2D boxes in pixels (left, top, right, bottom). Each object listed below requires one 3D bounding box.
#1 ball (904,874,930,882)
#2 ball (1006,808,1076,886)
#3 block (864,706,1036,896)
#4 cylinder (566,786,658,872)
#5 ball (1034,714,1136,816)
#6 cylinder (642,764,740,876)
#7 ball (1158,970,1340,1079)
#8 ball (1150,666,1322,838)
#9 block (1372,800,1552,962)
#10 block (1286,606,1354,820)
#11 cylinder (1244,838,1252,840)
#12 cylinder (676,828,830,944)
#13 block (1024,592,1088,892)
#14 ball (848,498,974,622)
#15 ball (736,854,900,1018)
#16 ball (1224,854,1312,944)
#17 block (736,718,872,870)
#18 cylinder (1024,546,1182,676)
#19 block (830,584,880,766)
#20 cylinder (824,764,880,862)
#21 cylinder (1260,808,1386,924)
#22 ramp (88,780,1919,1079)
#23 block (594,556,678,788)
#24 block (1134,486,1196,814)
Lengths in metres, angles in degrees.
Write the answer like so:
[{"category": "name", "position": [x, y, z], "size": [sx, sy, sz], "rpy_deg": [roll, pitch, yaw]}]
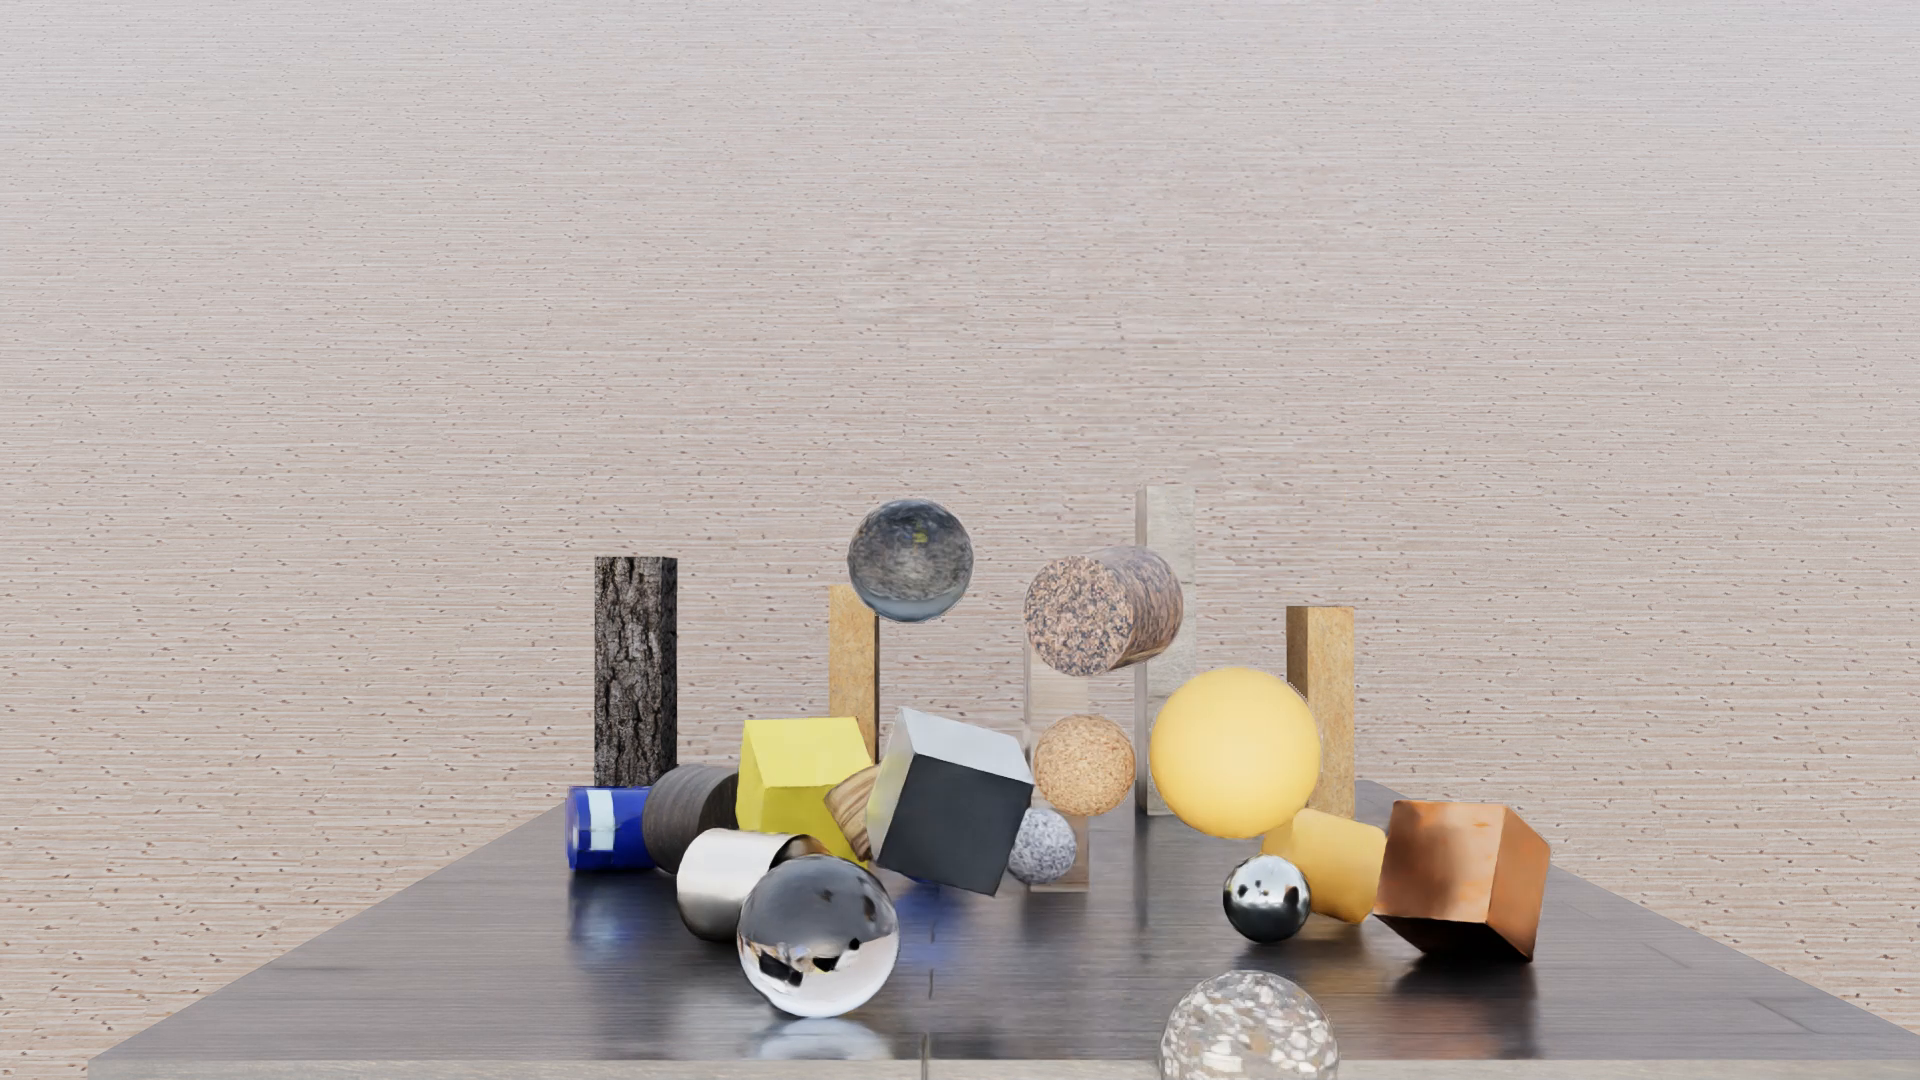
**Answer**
[{"category": "ball", "position": [-0.056, 0.513, 4.413], "size": [0.140, 0.140, 0.140], "rpy_deg": [0, 33, 0]}, {"category": "ball", "position": [0.127, 0.498, 4.213], "size": [0.125, 0.125, 0.125], "rpy_deg": [0, 33, 0]}, {"category": "block", "position": [-0.017, 0.357, 3.548], "size": [0.171, 0.171, 0.171], "rpy_deg": [16, 15, -12]}, {"category": "cylinder", "position": [-0.615, 0.512, 4.603], "size": [0.146, 0.146, 0.146], "rpy_deg": [1, 32, -17]}, {"category": "ball", "position": [0.146, 0.262, 3.030], "size": [0.120, 0.120, 0.120], "rpy_deg": [0, 33, 0]}, {"category": "cylinder", "position": [-0.410, 0.485, 4.417], "size": [0.196, 0.196, 0.196], "rpy_deg": [-25, 13, -33]}, {"category": "ball", "position": [0.296, 0.534, 2.663], "size": [0.184, 0.184, 0.184], "rpy_deg": [0, 33, 0]}, {"category": "ball", "position": [0.318, 0.245, 2.998], "size": [0.199, 0.199, 0.199], "rpy_deg": [0, 33, 0]}, {"category": "block", "position": [0.678, 0.459, 3.495], "size": [0.162, 0.162, 0.162], "rpy_deg": [-1, 64, 36]}, {"category": "block", "position": [0.789, 0.376, 5.693], "size": [0.098, 0.461, 0.360], "rpy_deg": [0, -1, 0]}, {"category": "cylinder", "position": [0.436, 0.379, 3.942], "size": [0.110, 0.110, 0.110], "rpy_deg": [-30, 69, -38]}, {"category": "cylinder", "position": [-0.284, 0.489, 3.634], "size": [0.160, 0.160, 0.160], "rpy_deg": [-1, 27, 36]}, {"category": "block", "position": [0.164, 0.338, 4.493], "size": [0.095, 0.493, 0.430], "rpy_deg": [0, -1, 0]}, {"category": "ball", "position": [-0.053, 0.022, 2.799], "size": [0.136, 0.136, 0.136], "rpy_deg": [0, 33, 0]}, {"category": "ball", "position": [-0.166, 0.462, 3.029], "size": [0.190, 0.190, 0.190], "rpy_deg": [0, 33, 0]}, {"category": "ball", "position": [0.434, 0.507, 3.663], "size": [0.124, 0.124, 0.124], "rpy_deg": [0, 33, 0]}, {"category": "block", "position": [-0.243, 0.407, 4.082], "size": [0.179, 0.179, 0.179], "rpy_deg": [-1, 31, -16]}, {"category": "cylinder", "position": [0.184, 0.089, 3.306], "size": [0.153, 0.153, 0.153], "rpy_deg": [18, 12, 25]}, {"category": "block", "position": [-0.231, 0.353, 5.716], "size": [0.097, 0.508, 0.359], "rpy_deg": [0, -1, 0]}, {"category": "cylinder", "position": [-0.134, 0.410, 3.901], "size": [0.106, 0.106, 0.106], "rpy_deg": [-23, 71, -31]}, {"category": "cylinder", "position": [0.537, 0.481, 3.857], "size": [0.148, 0.148, 0.148], "rpy_deg": [16, 32, -7]}, {"category": "ramp", "position": [0.073, 0.639, 4.752], "size": [2.000, 0.100, 4.000], "rpy_deg": [0, -1, 0]}, {"category": "block", "position": [-0.705, 0.322, 5.662], "size": [0.142, 0.568, 0.314], "rpy_deg": [0, -1, 0]}, {"category": "block", "position": [0.468, 0.248, 5.946], "size": [0.108, 0.727, 0.414], "rpy_deg": [0, -1, 0]}]
